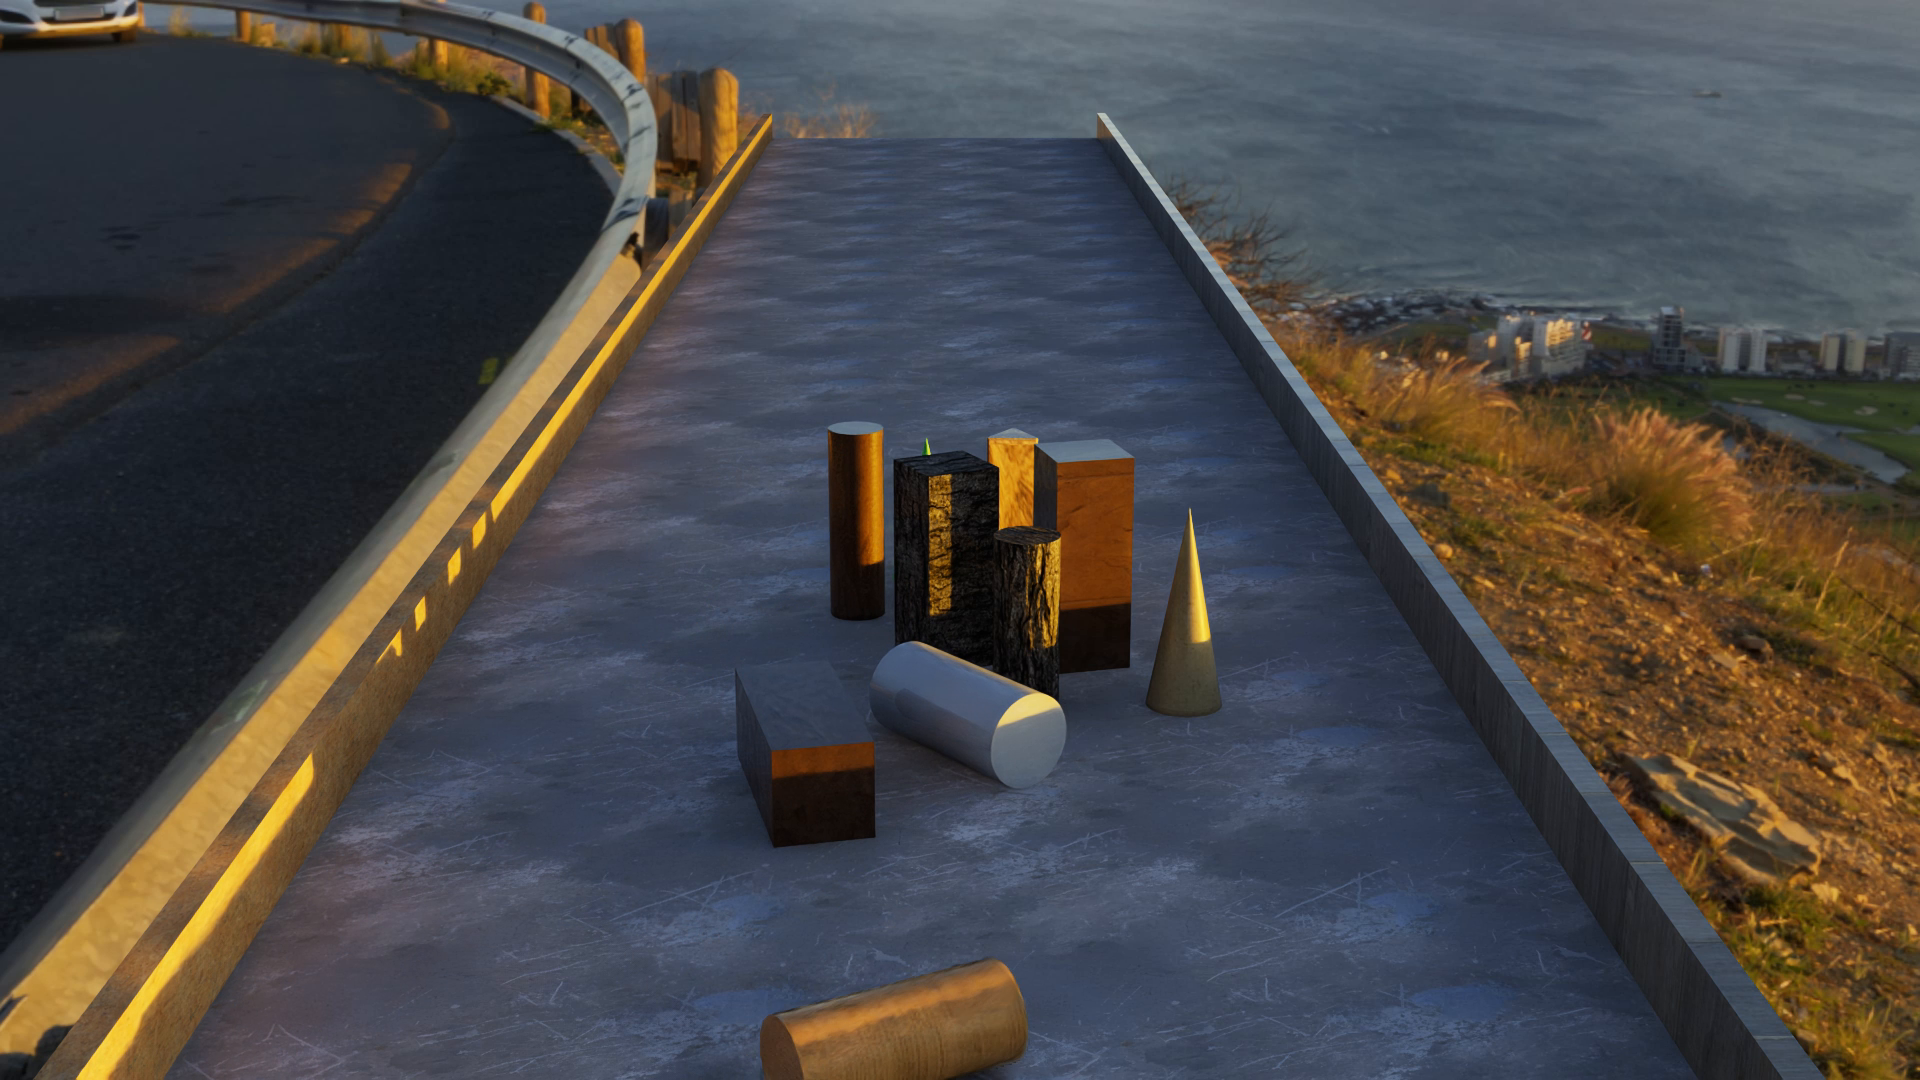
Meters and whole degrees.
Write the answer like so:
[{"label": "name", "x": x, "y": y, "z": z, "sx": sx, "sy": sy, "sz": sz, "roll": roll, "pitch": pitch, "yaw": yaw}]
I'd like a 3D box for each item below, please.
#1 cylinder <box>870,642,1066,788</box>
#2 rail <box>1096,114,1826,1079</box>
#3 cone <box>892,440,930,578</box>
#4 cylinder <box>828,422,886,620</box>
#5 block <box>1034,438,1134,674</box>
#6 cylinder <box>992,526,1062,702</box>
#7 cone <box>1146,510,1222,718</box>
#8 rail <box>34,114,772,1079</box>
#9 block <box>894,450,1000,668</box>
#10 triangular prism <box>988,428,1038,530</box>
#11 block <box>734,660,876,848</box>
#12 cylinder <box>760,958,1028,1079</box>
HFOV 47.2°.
[{"label": "cylinder", "x": 0.010, "y": 0.306, "z": 3.900, "sx": 0.170, "sy": 0.170, "sz": 0.347, "roll": -13, "pitch": 21, "yaw": -37}, {"label": "rail", "x": 0.932, "y": -0.844, "z": 7.801, "sx": 0.050, "sy": 0.150, "sz": 12.000, "roll": 0, "pitch": 17, "yaw": -1}, {"label": "cone", "x": -0.074, "y": -0.072, "z": 4.897, "sx": 0.154, "sy": 0.325, "sz": 0.154, "roll": 0, "pitch": 17, "yaw": 0}, {"label": "cylinder", "x": -0.218, "y": -0.040, "z": 4.649, "sx": 0.116, "sy": 0.405, "sz": 0.116, "roll": 0, "pitch": 17, "yaw": 0}, {"label": "block", "x": 0.242, "y": 0.031, "z": 4.366, "sx": 0.156, "sy": 0.431, "sz": 0.156, "roll": -4, "pitch": 17, "yaw": -14}, {"label": "cylinder", "x": 0.125, "y": 0.151, "z": 4.132, "sx": 0.126, "sy": 0.334, "sz": 0.126, "roll": 0, "pitch": 17, "yaw": 0}, {"label": "cone", "x": 0.425, "y": 0.125, "z": 4.126, "sx": 0.145, "sy": 0.388, "sz": 0.145, "roll": 0, "pitch": 17, "yaw": 0}, {"label": "rail", "x": -1.118, "y": -0.838, "z": 7.780, "sx": 0.050, "sy": 0.150, "sz": 12.000, "roll": 0, "pitch": 17, "yaw": -1}, {"label": "block", "x": -0.027, "y": 0.044, "z": 4.367, "sx": 0.154, "sy": 0.405, "sz": 0.154, "roll": -9, "pitch": 19, "yaw": -27}, {"label": "triangular prism", "x": 0.112, "y": -0.038, "z": 4.671, "sx": 0.103, "sy": 0.389, "sz": 0.090, "roll": 1, "pitch": 17, "yaw": 3}, {"label": "block", "x": -0.268, "y": 0.355, "z": 3.737, "sx": 0.168, "sy": 0.168, "sz": 0.403, "roll": -4, "pitch": 17, "yaw": -13}, {"label": "cylinder", "x": -0.084, "y": 0.641, "z": 2.831, "sx": 0.318, "sy": 0.137, "sz": 0.137, "roll": -9, "pitch": 19, "yaw": -28}]
